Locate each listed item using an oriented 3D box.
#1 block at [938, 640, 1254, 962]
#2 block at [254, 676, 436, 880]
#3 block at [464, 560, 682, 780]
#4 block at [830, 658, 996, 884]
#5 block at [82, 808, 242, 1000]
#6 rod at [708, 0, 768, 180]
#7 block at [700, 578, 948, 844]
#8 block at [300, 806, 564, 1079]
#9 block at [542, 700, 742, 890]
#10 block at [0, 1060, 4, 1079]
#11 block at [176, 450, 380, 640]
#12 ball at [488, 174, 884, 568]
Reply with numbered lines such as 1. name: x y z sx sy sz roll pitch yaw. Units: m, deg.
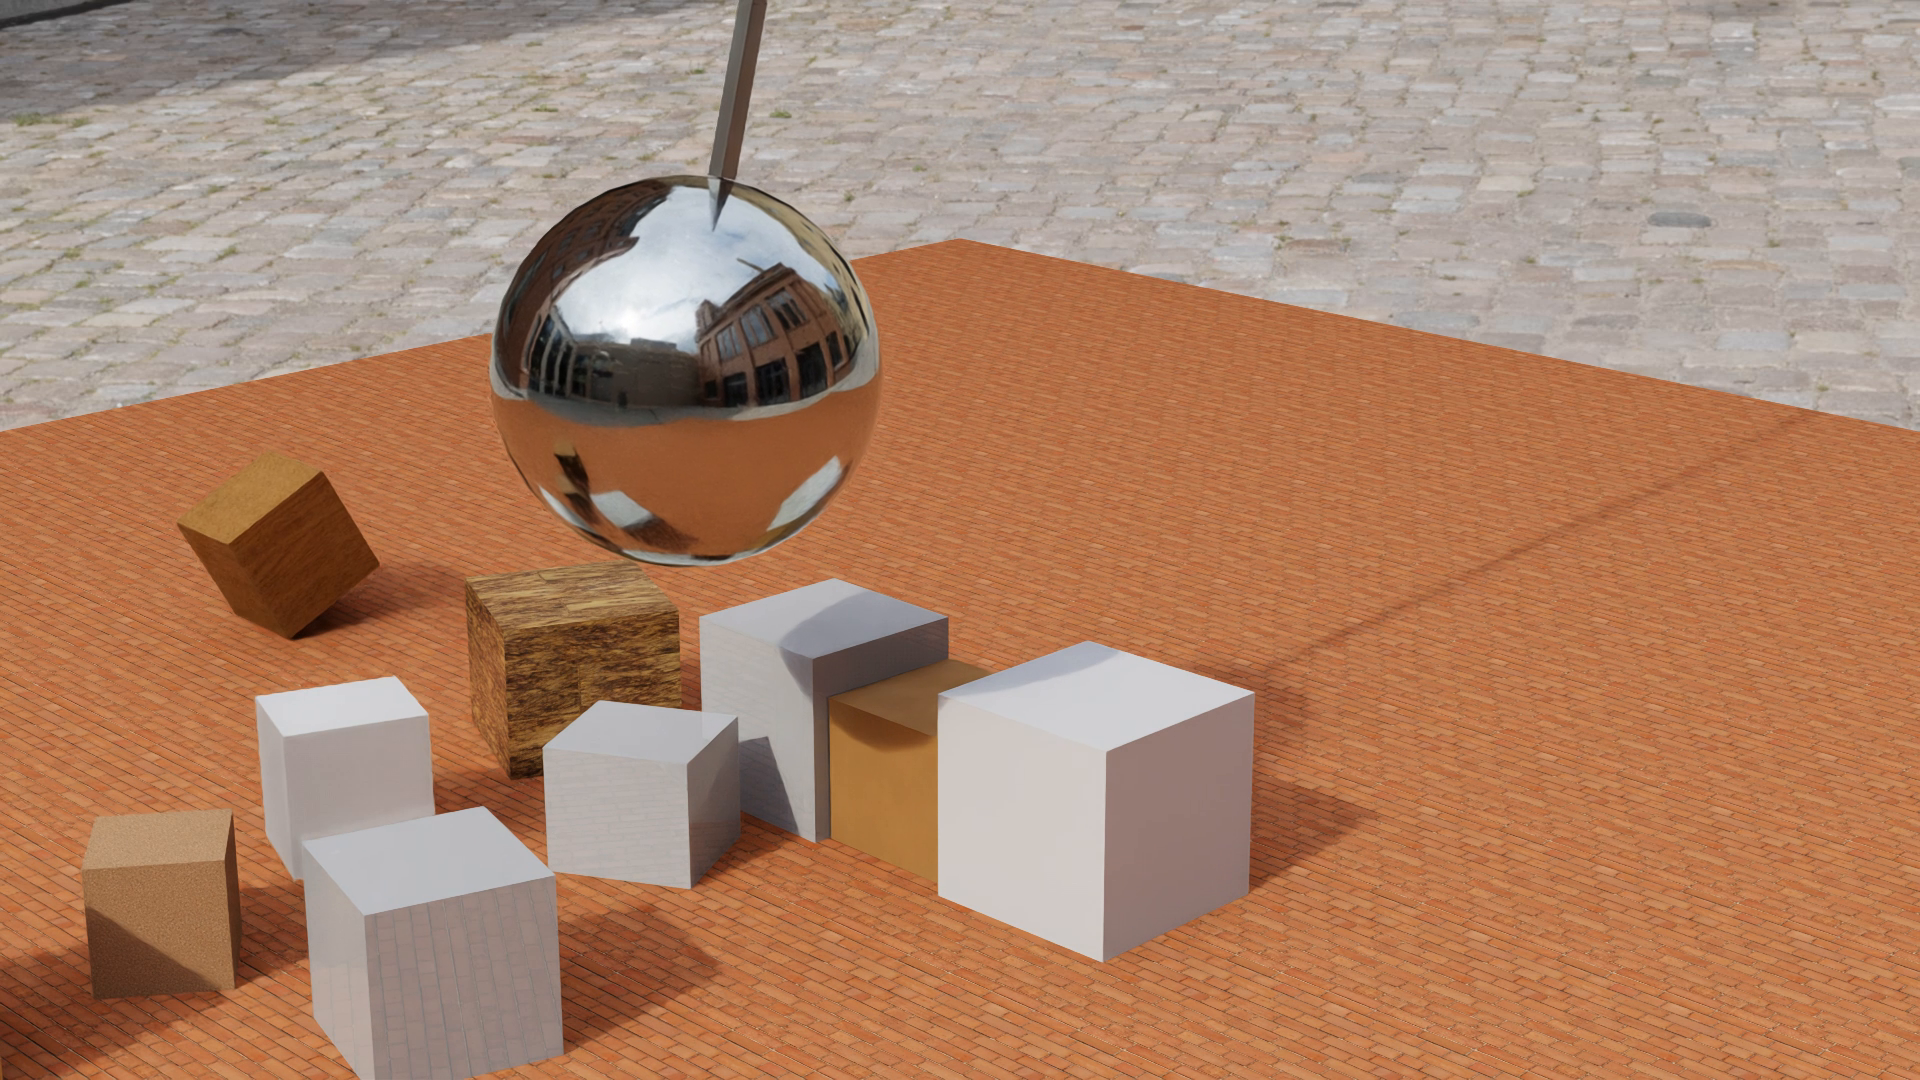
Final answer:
1. block: 0.603 1.140 13.098 0.992 0.972 0.991 16 24 42
2. block: -2.861 1.100 13.661 0.667 0.697 0.603 -8 18 -24
3. block: -1.978 0.645 14.982 0.887 0.786 0.895 -7 19 -20
4. block: -0.046 1.075 13.742 0.790 0.709 0.800 -16 24 -42
5. block: -3.381 1.540 12.461 0.574 0.590 0.566 -3 18 -9
6. rod: -0.482 -4.005 11.578 0.080 5.200 0.080 17 9 42
7. block: -0.654 0.809 14.237 0.867 0.920 0.828 -16 24 -41
8. block: -2.127 1.643 11.806 0.779 0.785 0.807 -9 20 -28
9. block: -1.466 1.172 13.598 0.704 0.610 0.635 5 18 16
10. block: -4.316 1.713 11.438 0.909 0.872 0.841 -9 20 -26
11. block: -3.882 0.020 16.695 0.683 0.696 0.653 -42 35 -25
12. ball: -1.113 -0.686 11.960 1.600 1.600 1.600 0 17 0
